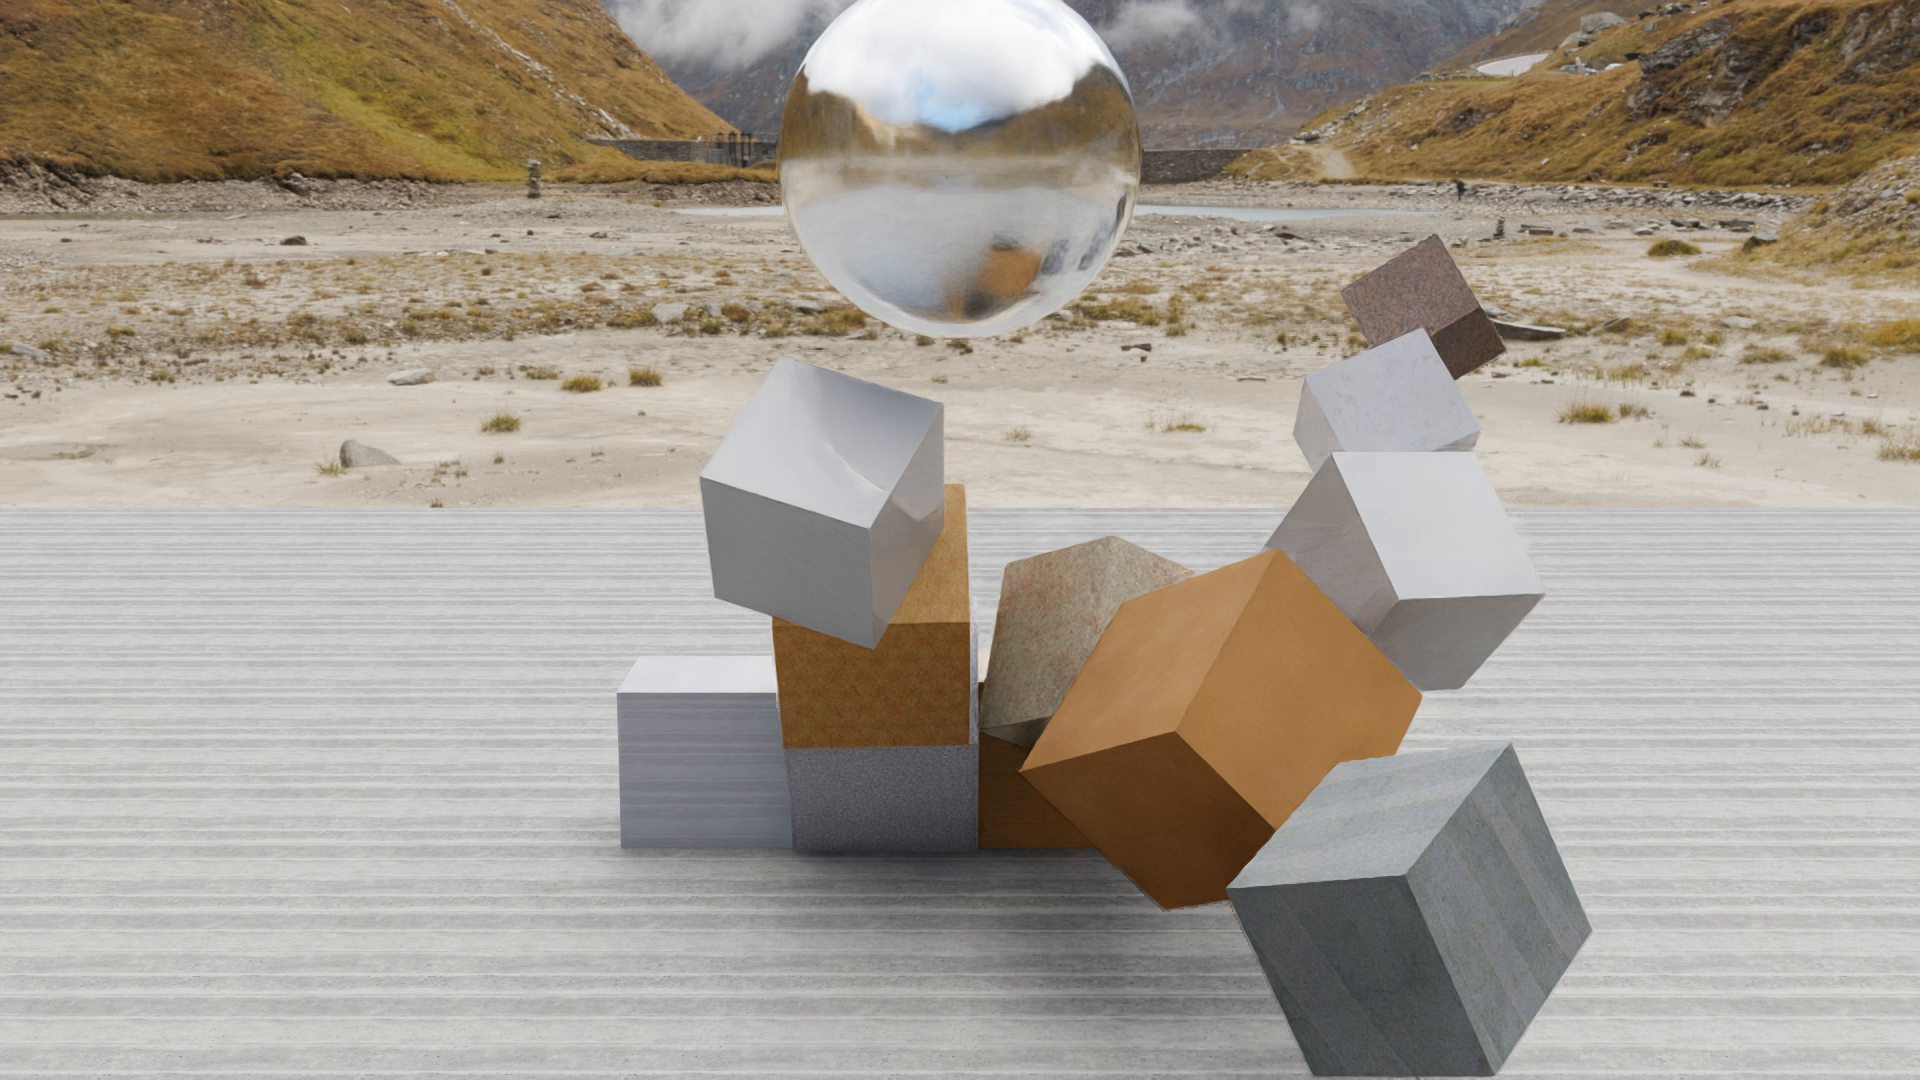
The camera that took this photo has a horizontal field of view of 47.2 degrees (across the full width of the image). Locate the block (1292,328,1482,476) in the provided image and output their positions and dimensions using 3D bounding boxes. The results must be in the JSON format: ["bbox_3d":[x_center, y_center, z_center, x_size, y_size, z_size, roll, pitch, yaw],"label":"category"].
[{"bbox_3d":[2.074,-0.529,10.761,0.632,0.591,0.678,-23,-21,-5],"label":"block"}]

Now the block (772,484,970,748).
[{"bbox_3d":[-0.402,0.358,10.250,0.871,0.904,0.833,-1,48,-1],"label":"block"}]

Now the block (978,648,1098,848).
[{"bbox_3d":[0.468,1.058,11.352,0.758,0.857,0.751,0,10,-1],"label":"block"}]

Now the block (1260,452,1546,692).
[{"bbox_3d":[1.960,0.151,9.862,0.777,0.760,0.789,-2,54,-25],"label":"block"}]

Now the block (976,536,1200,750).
[{"bbox_3d":[0.673,0.556,10.382,0.729,0.841,0.799,23,-23,-31],"label":"block"}]

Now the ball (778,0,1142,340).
[{"bbox_3d":[0.000,-1.686,9.672,1.600,1.600,1.600,0,10,0],"label":"ball"}]

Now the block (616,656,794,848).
[{"bbox_3d":[-1.271,1.082,11.371,0.867,0.803,0.779,0,10,0],"label":"block"}]

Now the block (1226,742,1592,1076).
[{"bbox_3d":[1.645,1.347,8.007,0.764,0.812,0.886,-14,17,44],"label":"block"}]

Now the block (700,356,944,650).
[{"bbox_3d":[-0.578,-0.165,9.587,0.774,0.783,0.785,17,50,15],"label":"block"}]

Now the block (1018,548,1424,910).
[{"bbox_3d":[1.109,0.828,9.373,1.074,0.943,1.011,-23,27,54],"label":"block"}]

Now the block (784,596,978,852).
[{"bbox_3d":[-0.373,0.918,10.962,0.917,0.903,0.912,0,48,0],"label":"block"}]

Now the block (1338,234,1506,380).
[{"bbox_3d":[2.372,-1.122,11.269,0.563,0.493,0.557,-31,-30,14],"label":"block"}]
